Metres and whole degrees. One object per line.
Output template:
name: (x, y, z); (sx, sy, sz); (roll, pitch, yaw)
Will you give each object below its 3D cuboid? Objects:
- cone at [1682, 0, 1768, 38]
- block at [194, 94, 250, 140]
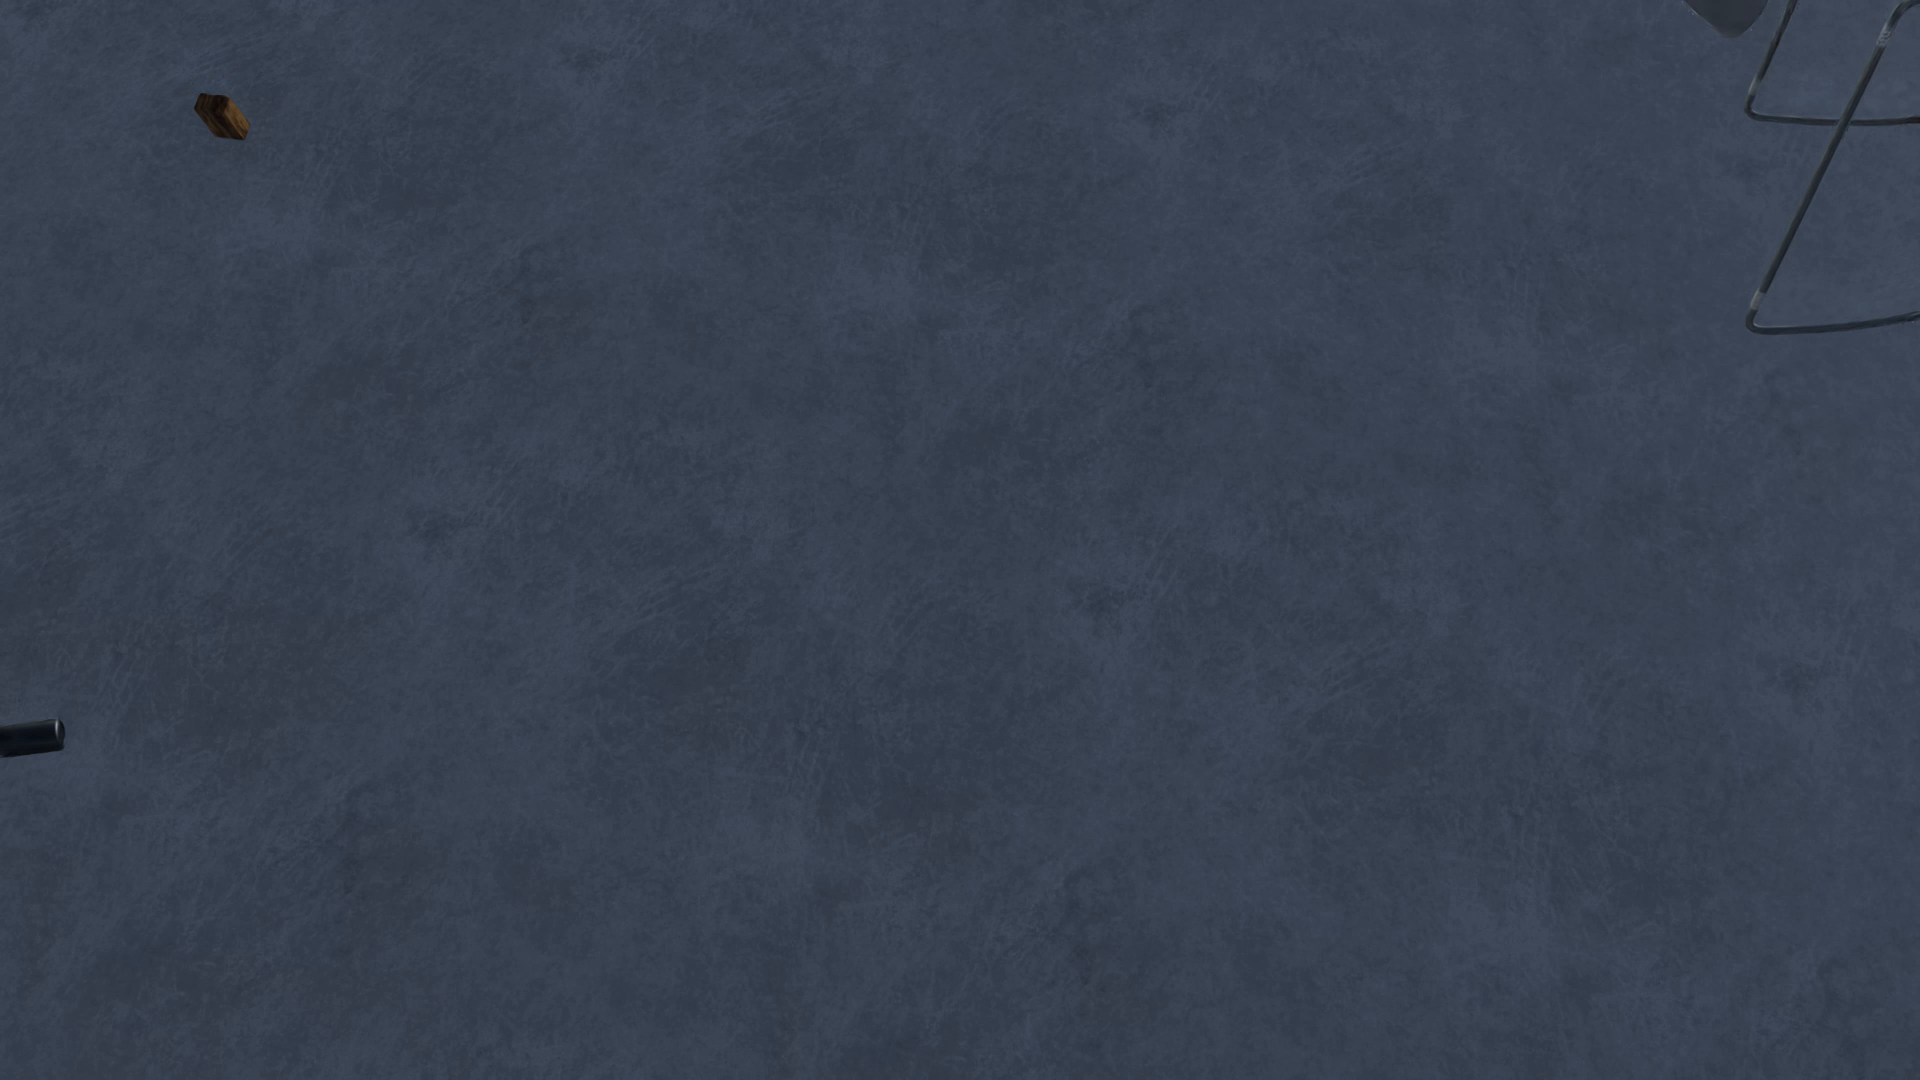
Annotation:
cone: (1.704, -1.262, 5.028); (0.234, 0.238, 0.158); (-3, 47, -24)
block: (-1.497, -0.859, 4.462); (0.066, 0.102, 0.038); (9, 69, 11)
